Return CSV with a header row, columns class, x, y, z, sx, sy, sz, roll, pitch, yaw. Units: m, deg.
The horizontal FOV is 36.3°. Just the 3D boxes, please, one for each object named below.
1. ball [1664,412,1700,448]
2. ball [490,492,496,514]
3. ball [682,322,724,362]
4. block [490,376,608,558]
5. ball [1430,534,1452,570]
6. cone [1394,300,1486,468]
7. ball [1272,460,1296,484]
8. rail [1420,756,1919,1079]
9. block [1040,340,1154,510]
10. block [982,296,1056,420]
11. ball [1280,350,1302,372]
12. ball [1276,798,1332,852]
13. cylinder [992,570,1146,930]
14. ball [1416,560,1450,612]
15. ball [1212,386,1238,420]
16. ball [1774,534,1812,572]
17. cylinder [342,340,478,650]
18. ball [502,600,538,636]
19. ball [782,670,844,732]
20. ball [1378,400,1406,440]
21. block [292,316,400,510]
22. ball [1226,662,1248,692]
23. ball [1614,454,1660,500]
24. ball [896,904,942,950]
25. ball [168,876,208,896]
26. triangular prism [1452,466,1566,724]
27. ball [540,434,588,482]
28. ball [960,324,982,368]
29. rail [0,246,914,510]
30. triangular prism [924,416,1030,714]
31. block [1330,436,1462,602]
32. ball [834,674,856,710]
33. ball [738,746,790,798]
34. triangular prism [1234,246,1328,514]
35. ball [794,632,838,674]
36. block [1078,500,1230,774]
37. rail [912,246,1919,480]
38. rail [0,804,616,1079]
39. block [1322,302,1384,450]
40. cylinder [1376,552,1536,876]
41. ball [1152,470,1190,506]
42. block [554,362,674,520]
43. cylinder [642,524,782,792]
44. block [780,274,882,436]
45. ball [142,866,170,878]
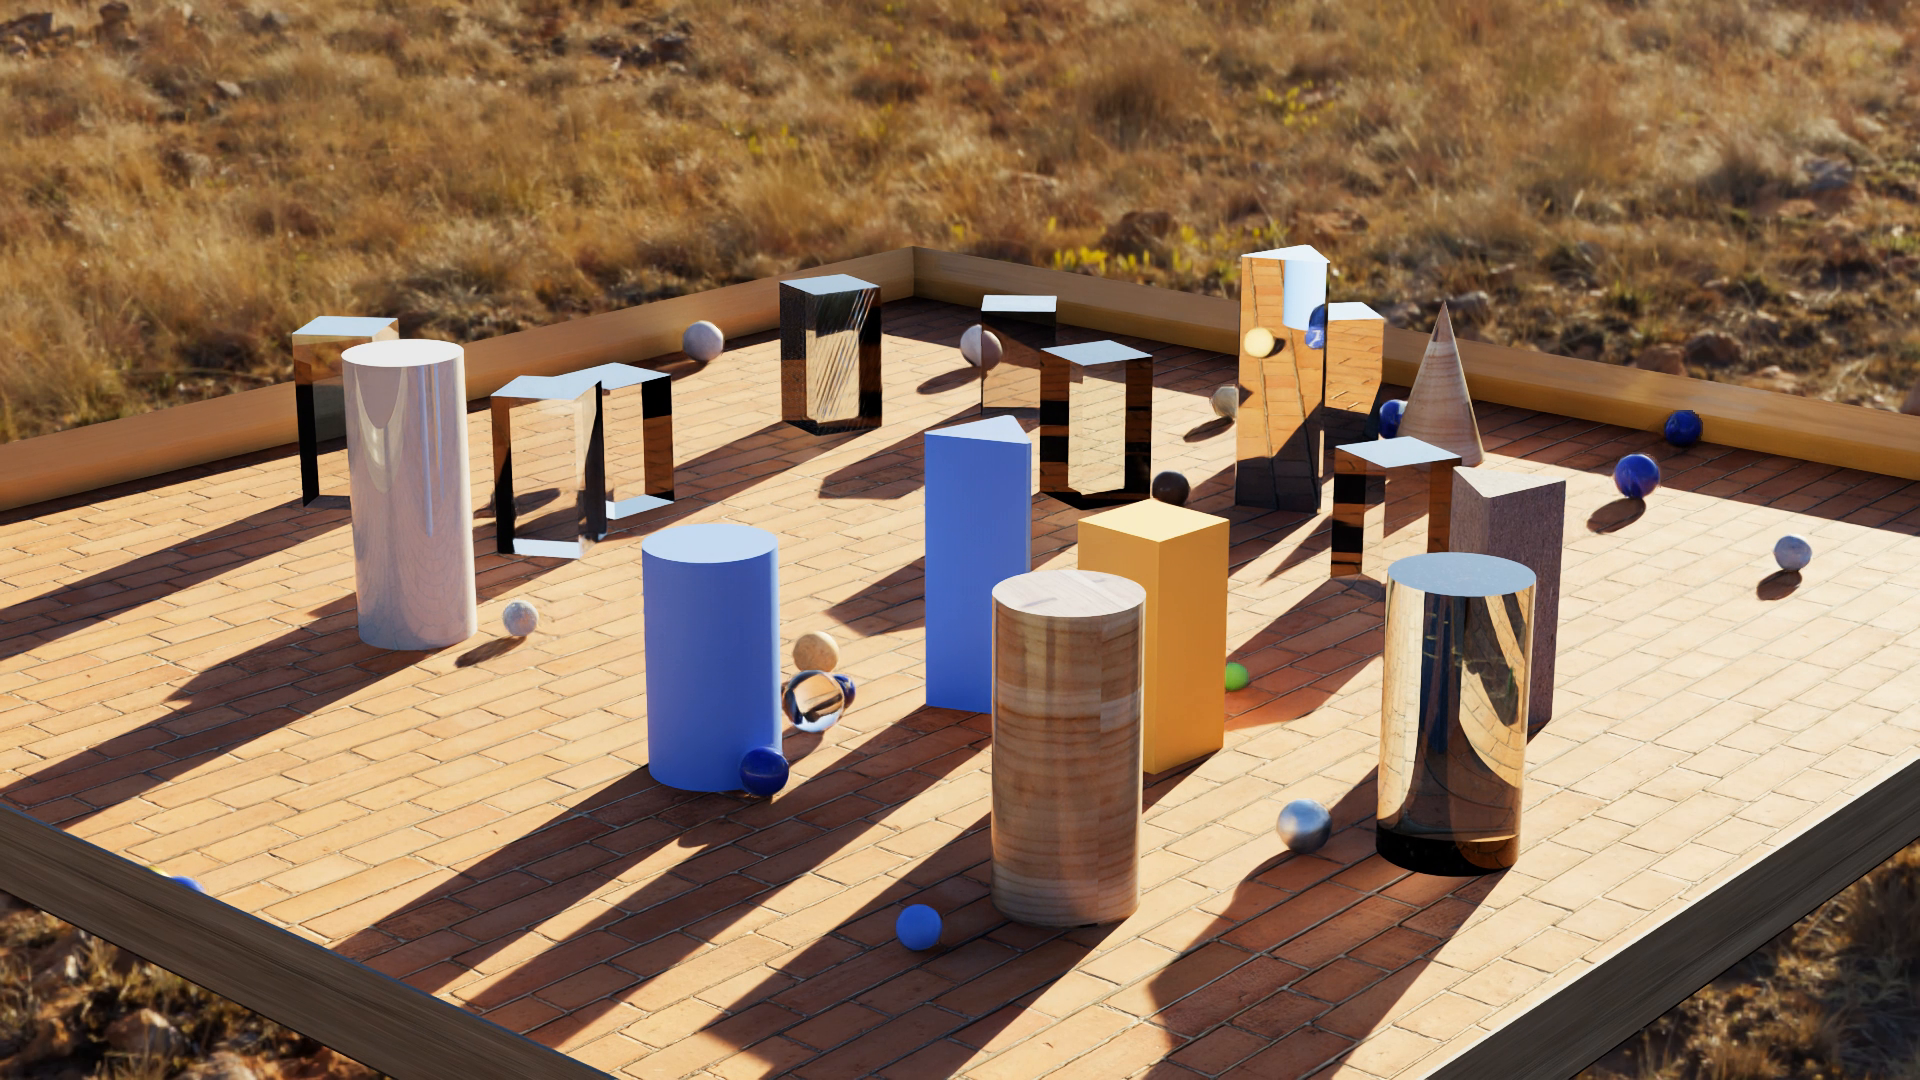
class,x,y,z,sx,sy,sz,roll,pitch,yaw
ball,1.499,-0.229,6.085,0.074,0.074,0.074,0,17,0
ball,-0.854,-0.073,5.565,0.075,0.075,0.075,0,17,0
ball,-0.599,-0.460,6.813,0.096,0.096,0.096,0,17,0
block,-0.754,-0.136,5.387,0.158,0.297,0.158,3,17,11
ball,0.878,0.022,5.263,0.066,0.066,0.066,0,17,0
cone,0.978,-0.329,5.968,0.197,0.332,0.197,0,17,0
ball,0.643,-0.135,5.821,0.046,0.046,0.046,0,17,0
rail,1.291,0.356,4.047,0.045,0.128,3.624,14,22,39
block,0.263,-0.225,5.700,0.158,0.287,0.158,-9,19,-28
block,0.128,-0.397,6.359,0.158,0.237,0.158,1,17,3
ball,0.760,-0.412,6.732,0.050,0.050,0.050,0,17,0
ball,0.472,0.391,4.023,0.076,0.076,0.076,0,17,0
cylinder,0.140,0.271,3.813,0.197,0.426,0.197,0,17,0
ball,0.829,0.079,5.031,0.092,0.092,0.092,0,17,0
ball,0.577,-0.295,6.306,0.072,0.072,0.072,0,17,0
ball,1.495,0.022,5.262,0.067,0.067,0.067,0,17,0
cylinder,-0.913,-0.076,4.872,0.197,0.481,0.197,0,17,0
ball,-0.736,0.131,4.912,0.060,0.060,0.060,0,17,0
ball,-0.224,0.246,4.472,0.095,0.095,0.095,0,17,0
ball,0.912,-0.247,6.113,0.091,0.091,0.091,0,17,0
block,-1.179,-0.246,5.674,0.158,0.343,0.158,2,17,7
ball,0.435,0.218,4.651,0.046,0.046,0.046,0,17,0
ball,1.317,-0.124,5.709,0.088,0.088,0.088,0,17,0
ball,-0.051,0.491,3.721,0.058,0.058,0.058,0,17,0
ball,-1.002,0.469,3.761,0.077,0.077,0.077,0,17,0
triangular prism,0.803,0.089,4.492,0.171,0.384,0.148,-12,21,-35
ball,-0.786,-0.163,5.823,0.098,0.098,0.098,0,17,0
ball,0.049,-0.448,6.767,0.098,0.098,0.098,0,17,0
rail,-1.291,-0.291,6.193,0.045,0.128,3.624,14,22,39
triangular prism,0.052,0.036,4.570,0.171,0.440,0.148,6,18,20
block,0.765,-0.038,5.158,0.158,0.243,0.158,-8,19,-25
ball,-0.191,0.238,4.563,0.058,0.058,0.058,0,17,0
ball,-0.282,0.333,4.219,0.073,0.073,0.073,0,17,0
triangular prism,0.639,-0.313,5.644,0.171,0.489,0.148,7,18,22
ball,-0.231,0.184,4.714,0.074,0.074,0.074,0,17,0
block,0.285,0.142,4.363,0.158,0.357,0.158,16,23,42
rail,1.172,-0.358,6.413,3.467,0.128,0.045,14,22,39
rail,-1.172,0.422,3.827,3.467,0.128,0.045,14,22,39
block,0.778,-0.342,6.111,0.158,0.274,0.158,-3,17,-9
cylinder,0.672,0.235,3.983,0.197,0.397,0.197,0,17,0
ball,0.406,-0.098,5.650,0.074,0.074,0.074,0,17,0
block,-0.665,-0.193,5.650,0.158,0.254,0.158,14,22,38
cylinder,-0.361,0.170,4.288,0.197,0.347,0.197,0,17,0
block,-0.275,-0.395,6.237,0.158,0.303,0.158,-10,19,-30
ball,-1.055,0.458,3.812,0.069,0.069,0.069,0,17,0
